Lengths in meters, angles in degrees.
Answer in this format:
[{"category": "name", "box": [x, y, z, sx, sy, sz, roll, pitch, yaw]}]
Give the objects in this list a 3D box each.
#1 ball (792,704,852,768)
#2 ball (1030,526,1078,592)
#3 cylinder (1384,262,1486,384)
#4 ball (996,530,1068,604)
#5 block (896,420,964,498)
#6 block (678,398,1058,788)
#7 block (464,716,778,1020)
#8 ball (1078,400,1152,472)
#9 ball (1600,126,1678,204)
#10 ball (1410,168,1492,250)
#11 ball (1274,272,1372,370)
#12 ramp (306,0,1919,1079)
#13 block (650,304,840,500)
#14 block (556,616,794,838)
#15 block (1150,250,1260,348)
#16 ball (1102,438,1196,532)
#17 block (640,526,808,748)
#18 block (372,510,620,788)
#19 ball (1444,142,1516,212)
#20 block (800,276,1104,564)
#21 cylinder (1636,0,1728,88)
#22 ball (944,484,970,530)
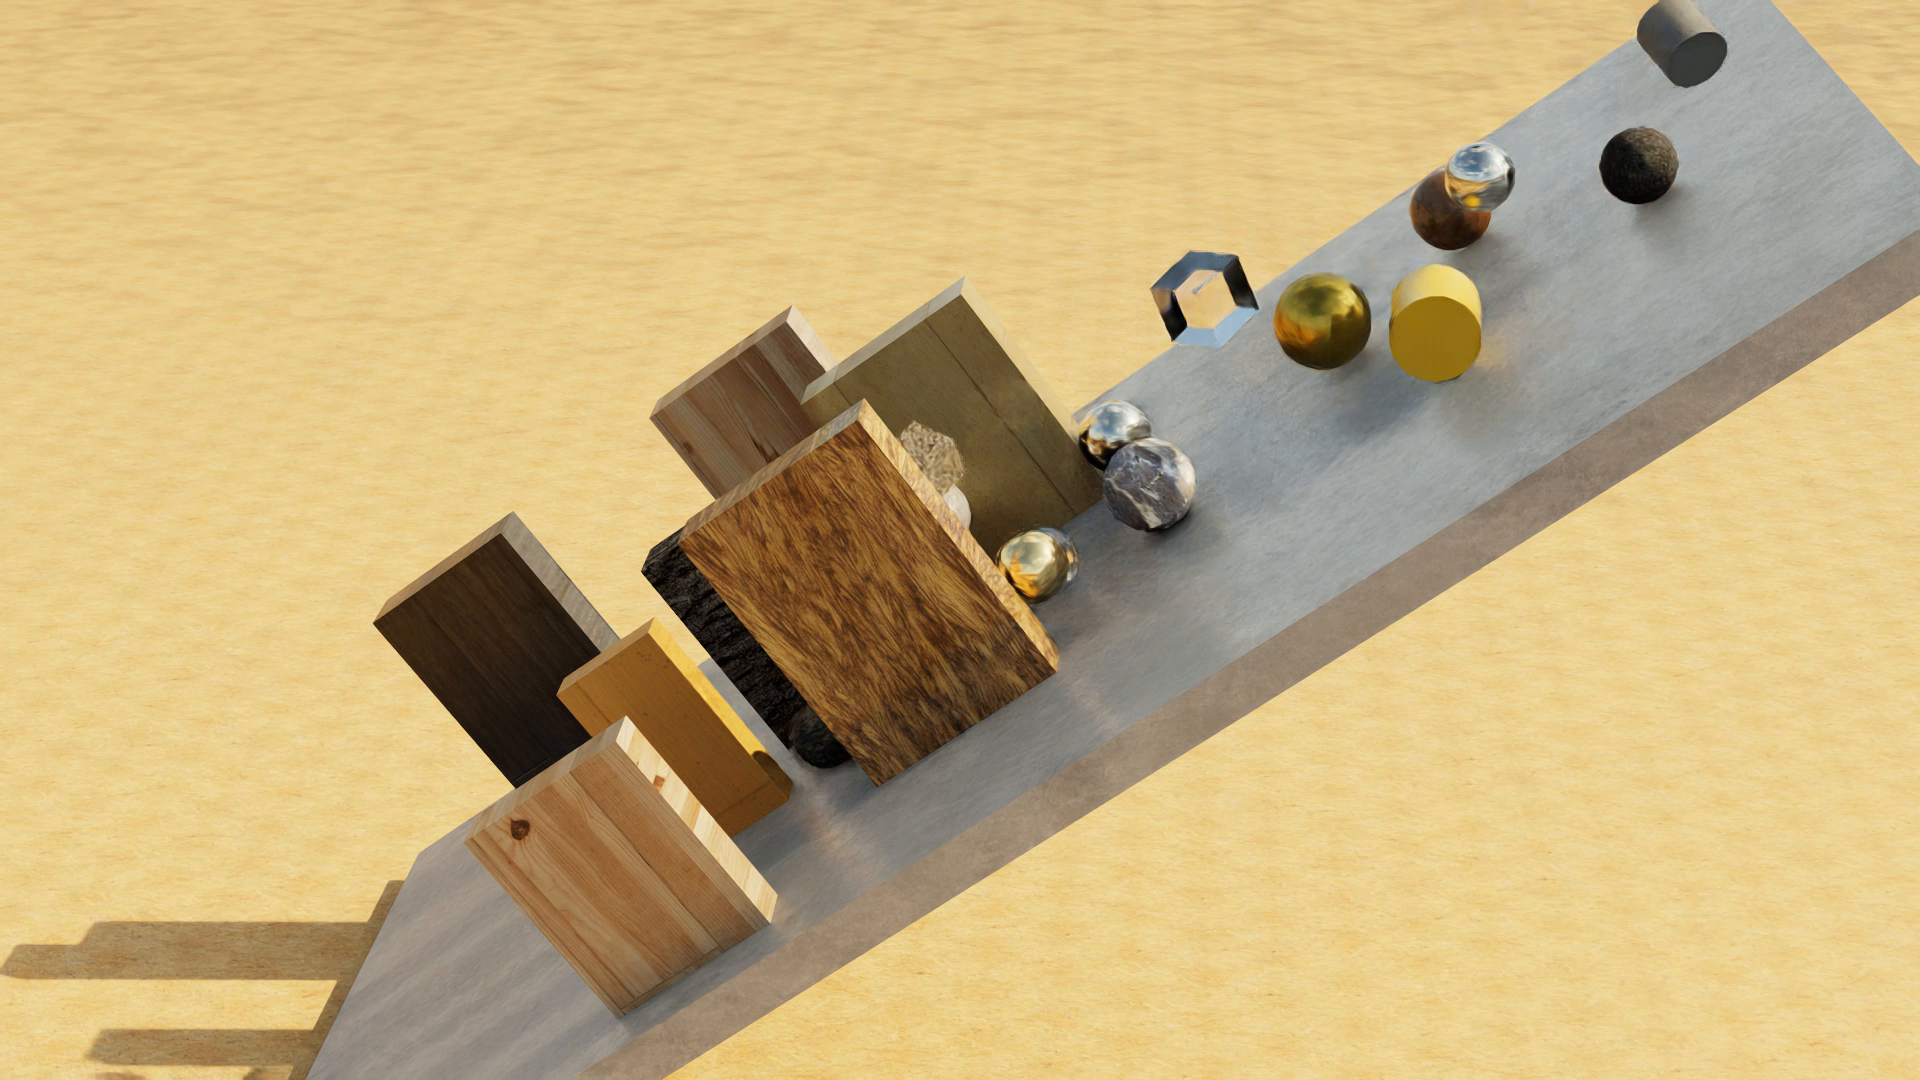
[{"category": "ball", "box": [-0.280, 0.404, 6.133, 0.143, 0.143, 0.143, 0, 22, 0]}, {"category": "ball", "box": [0.175, 0.044, 6.134, 0.147, 0.147, 0.147, 0, 22, 0]}, {"category": "cylinder", "box": [0.925, -0.423, 5.722, 0.175, 0.175, 0.175, 6, 36, 15]}, {"category": "ball", "box": [0.144, 0.055, 5.894, 0.148, 0.148, 0.148, 0, 22, 0]}, {"category": "block", "box": [-0.077, -0.158, 6.113, 0.109, 0.109, 0.109, 27, 65, 31]}, {"category": "block", "box": [-0.176, 0.110, 5.796, 0.443, 0.644, 0.125, -34, 16, 16]}, {"category": "block", "box": [-0.653, 0.637, 5.688, 0.380, 0.473, 0.112, -34, 16, 16]}, {"category": "ball", "box": [0.339, -0.225, 6.424, 0.159, 0.159, 0.159, 0, 22, 0]}, {"category": "ball", "box": [1.329, -0.733, 5.757, 0.150, 0.150, 0.150, 0, 22, 0]}, {"category": "ball", "box": [1.045, -0.704, 6.266, 0.173, 0.173, 0.173, 0, 22, 0]}, {"category": "ball", "box": [0.758, -0.458, 6.148, 0.205, 0.205, 0.205, 0, 22, 0]}, {"category": "ramp", "box": [0.131, 0.177, 6.317, 4.000, 0.100, 2.000, -34, 16, 16]}, {"category": "block", "box": [-0.378, -0.183, 7.093, 0.418, 0.641, 0.131, -34, 16, 16]}, {"category": "block", "box": [-0.597, 0.419, 6.185, 0.248, 0.471, 0.084, -34, 16, 16]}, {"category": "block", "box": [0.563, -0.554, 6.766, 0.152, 0.152, 0.152, 12, 47, 47]}, {"category": "ball", "box": [0.388, -0.113, 6.021, 0.191, 0.191, 0.191, 0, 22, 0]}, {"category": "block", "box": [-0.394, 0.150, 6.408, 0.337, 0.518, 0.128, -34, 16, 16]}, {"category": "block", "box": [-1.044, 0.314, 7.140, 0.406, 0.657, 0.143, -34, 16, 16]}, {"category": "ball", "box": [1.009, -0.704, 5.714, 0.137, 0.137, 0.137, 0, 22, 0]}, {"category": "block", "box": [-0.003, -0.224, 6.520, 0.441, 0.560, 0.135, -34, 16, 16]}, {"category": "cylinder", "box": [1.441, -0.995, 5.875, 0.130, 0.130, 0.130, -8, 45, -18]}, {"category": "ball", "box": [-0.064, -0.051, 6.426, 0.176, 0.176, 0.176, 0, 22, 0]}]
